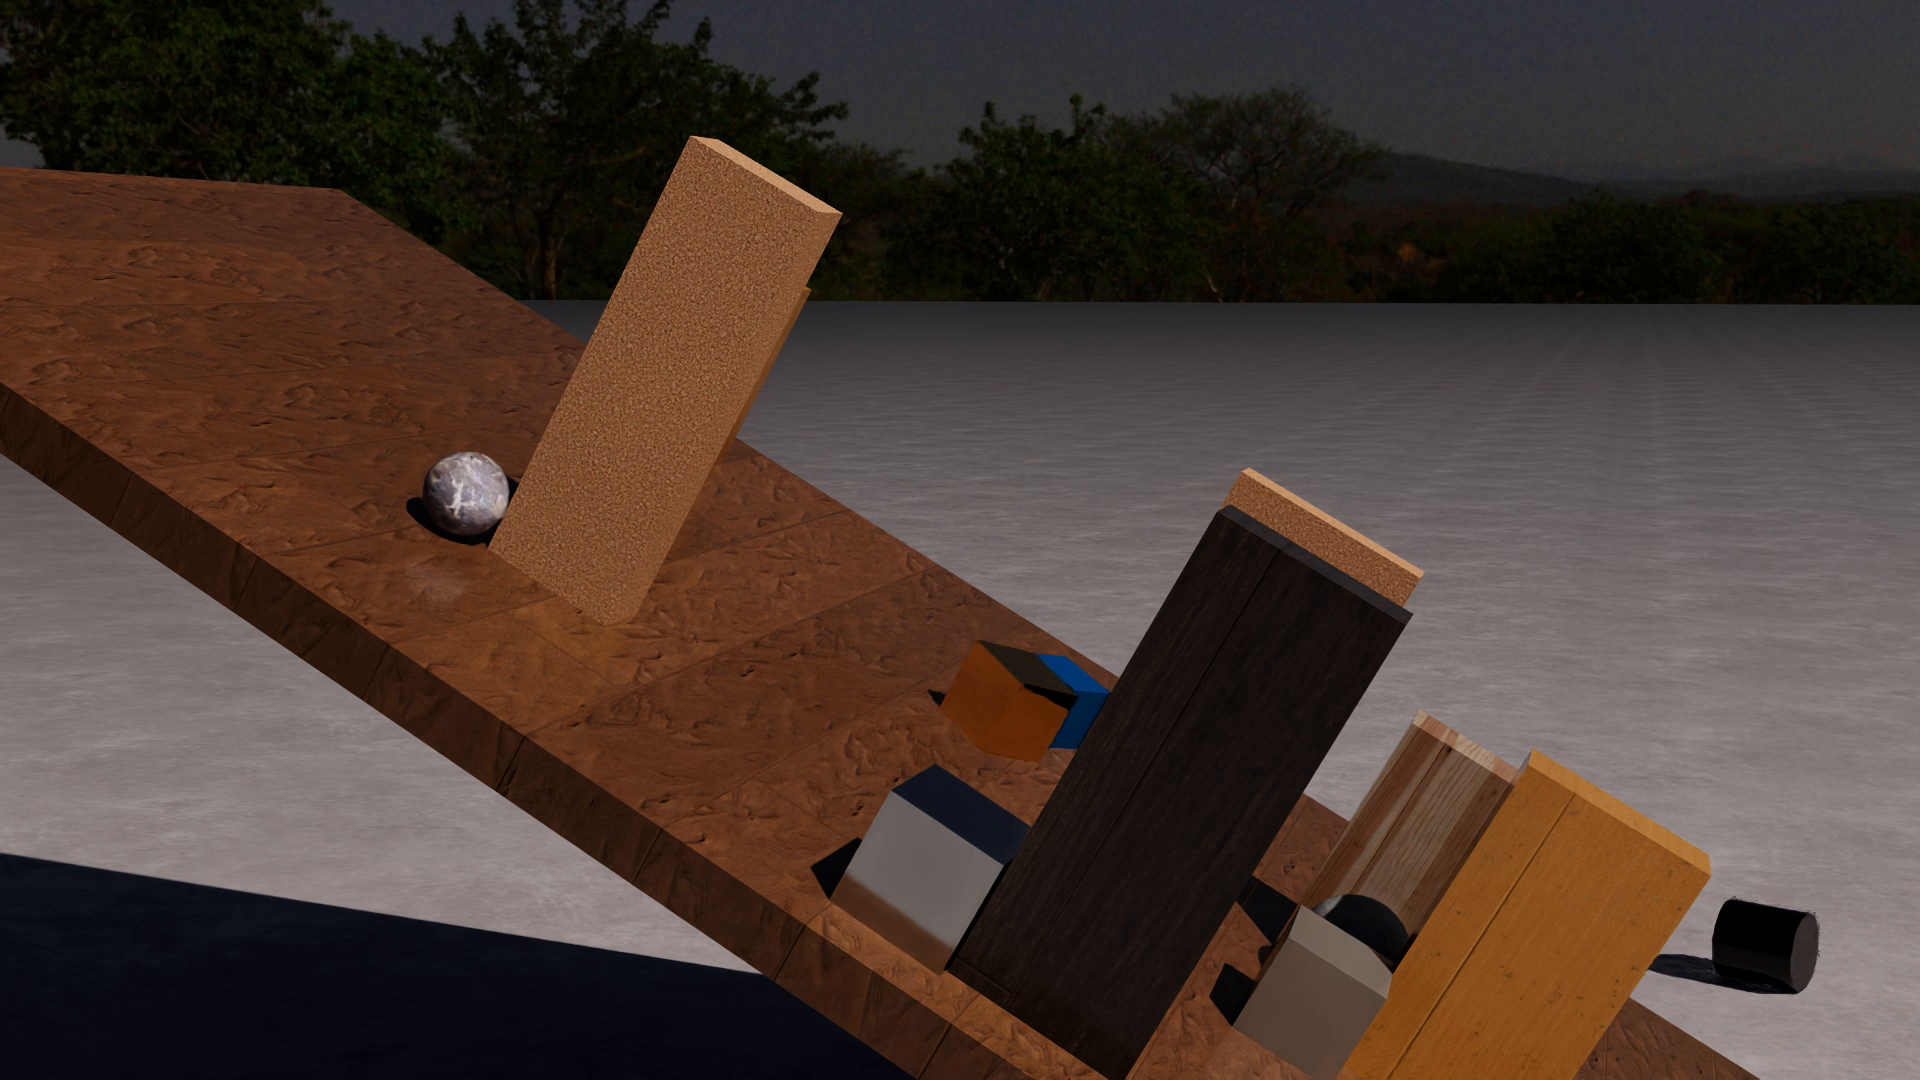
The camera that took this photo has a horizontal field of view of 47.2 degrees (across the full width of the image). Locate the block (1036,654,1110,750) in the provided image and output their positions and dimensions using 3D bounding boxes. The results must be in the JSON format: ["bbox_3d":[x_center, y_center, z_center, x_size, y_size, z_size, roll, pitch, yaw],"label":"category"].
[{"bbox_3d":[0.187,0.321,4.382,0.134,0.134,0.134,39,17,34],"label":"block"}]

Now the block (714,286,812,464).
[{"bbox_3d":[-0.559,-0.428,4.906,0.265,0.446,0.103,32,15,11],"label":"block"}]

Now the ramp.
[{"bbox_3d":[-0.195,0.321,4.133,4.000,0.100,2.000,32,15,11],"label":"ramp"}]

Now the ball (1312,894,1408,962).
[{"bbox_3d":[0.681,0.718,3.819,0.203,0.203,0.203,0,7,0],"label":"ball"}]

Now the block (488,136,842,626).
[{"bbox_3d":[-0.506,-0.264,3.730,0.255,0.799,0.116,32,15,11],"label":"block"}]

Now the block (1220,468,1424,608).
[{"bbox_3d":[0.568,0.242,4.328,0.395,0.653,0.090,32,15,11],"label":"block"}]

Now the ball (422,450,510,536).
[{"bbox_3d":[-0.847,-0.080,3.771,0.146,0.146,0.146,0,7,0],"label":"ball"}]

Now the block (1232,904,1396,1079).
[{"bbox_3d":[0.579,0.742,3.591,0.180,0.180,0.180,31,14,9],"label":"block"}]

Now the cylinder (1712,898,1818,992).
[{"bbox_3d":[2.105,1.057,5.746,0.204,0.204,0.204,6,9,40],"label":"cylinder"}]

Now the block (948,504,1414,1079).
[{"bbox_3d":[0.306,0.366,3.128,0.297,0.789,0.103,32,15,11],"label":"block"}]

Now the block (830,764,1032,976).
[{"bbox_3d":[-0.034,0.486,3.270,0.197,0.197,0.197,32,15,13],"label":"block"}]

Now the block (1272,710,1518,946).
[{"bbox_3d":[0.857,0.618,3.928,0.387,0.484,0.131,32,15,11],"label":"block"}]

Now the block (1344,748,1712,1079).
[{"bbox_3d":[0.914,0.684,3.587,0.322,0.595,0.133,32,15,11],"label":"block"}]

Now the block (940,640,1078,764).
[{"bbox_3d":[0.093,0.309,4.201,0.156,0.156,0.156,16,19,-42],"label":"block"}]
